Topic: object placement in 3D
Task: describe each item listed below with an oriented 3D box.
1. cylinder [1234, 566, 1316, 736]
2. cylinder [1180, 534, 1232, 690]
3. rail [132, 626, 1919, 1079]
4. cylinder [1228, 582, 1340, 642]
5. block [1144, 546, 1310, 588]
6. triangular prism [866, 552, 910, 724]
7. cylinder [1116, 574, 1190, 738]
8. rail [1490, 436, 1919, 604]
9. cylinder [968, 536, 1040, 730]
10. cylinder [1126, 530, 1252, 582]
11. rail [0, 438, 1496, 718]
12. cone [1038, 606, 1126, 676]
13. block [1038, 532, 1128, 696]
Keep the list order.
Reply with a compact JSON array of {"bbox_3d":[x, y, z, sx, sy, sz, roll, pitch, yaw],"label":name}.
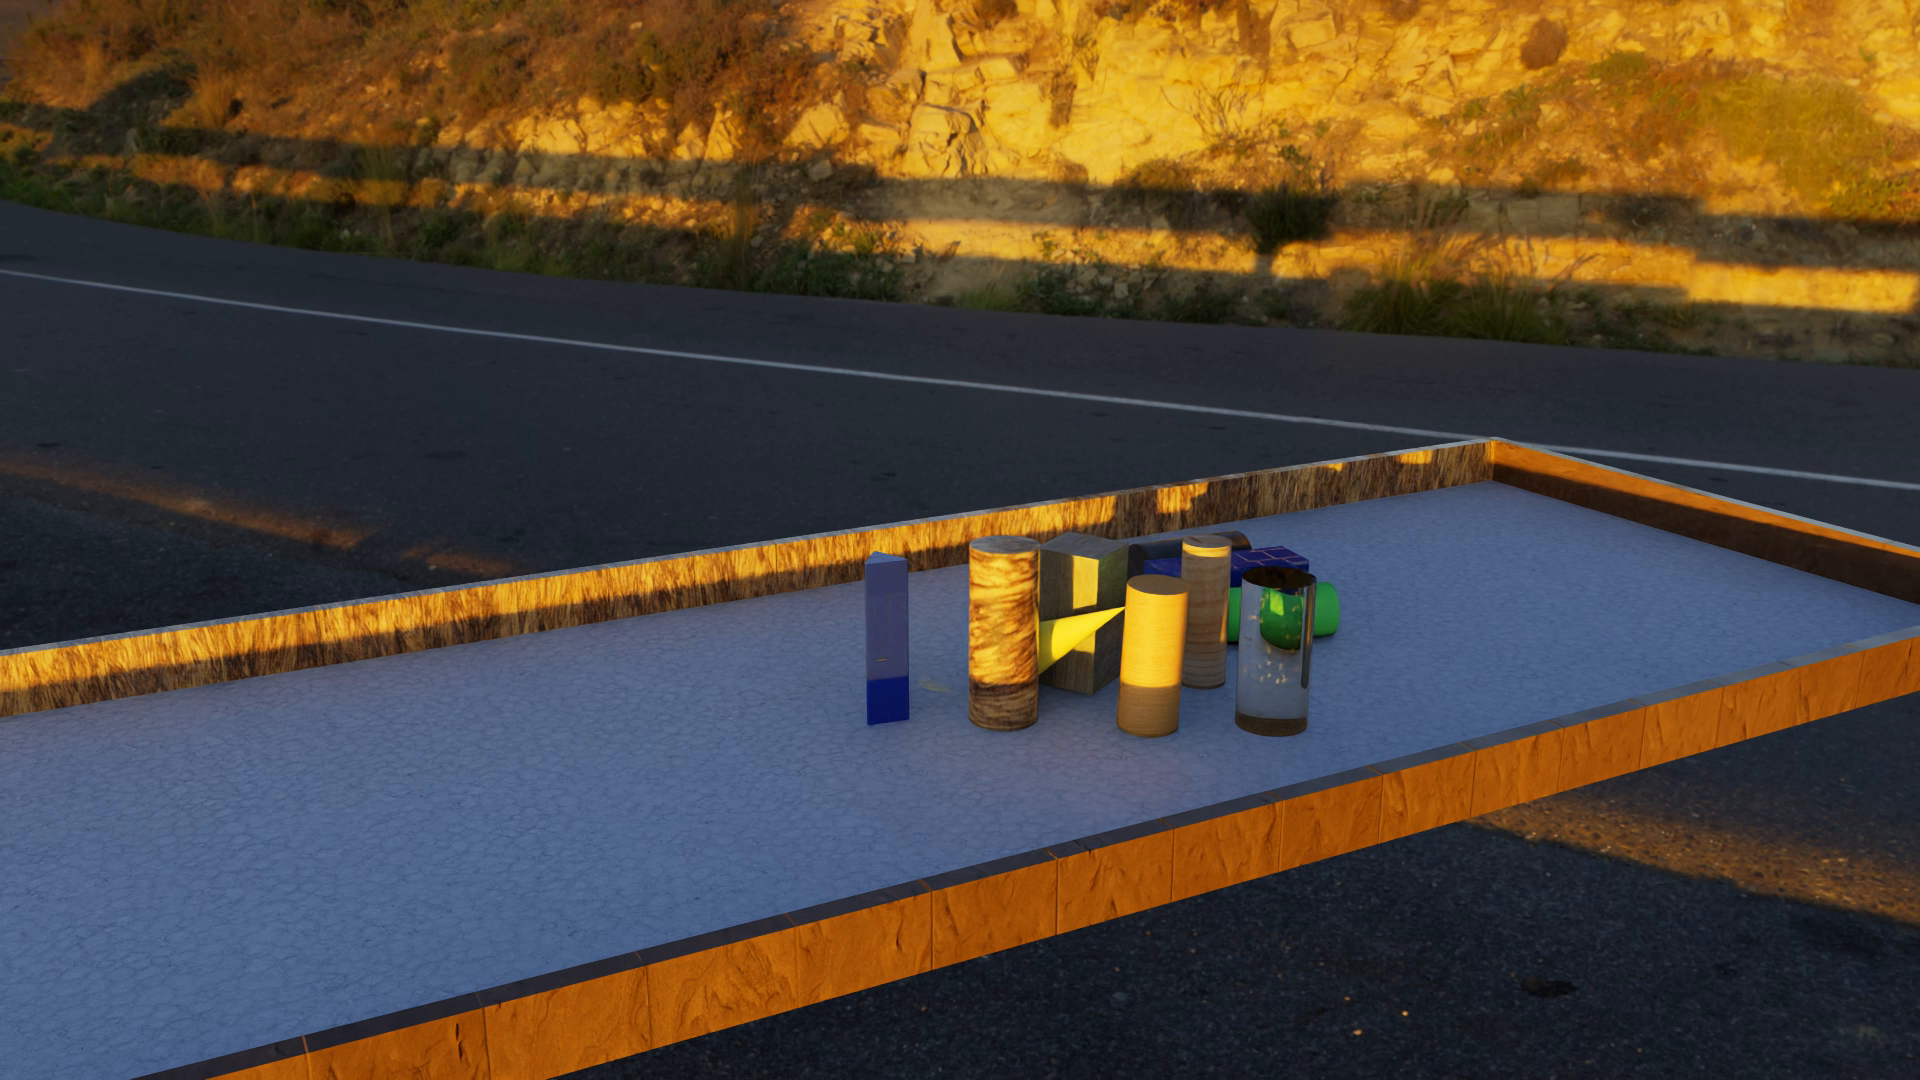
[{"bbox_3d":[0.733,0.258,3.838,0.170,0.359,0.170,0,16,0],"label":"cylinder"},{"bbox_3d":[0.607,0.178,4.098,0.121,0.366,0.121,0,16,0],"label":"cylinder"},{"bbox_3d":[-2.336,1.006,1.665,12.000,0.150,0.050,-9,18,-27],"label":"rail"},{"bbox_3d":[0.803,0.196,4.430,0.397,0.146,0.146,-3,17,-10],"label":"cylinder"},{"bbox_3d":[0.748,0.130,4.646,0.440,0.150,0.150,-6,17,-19],"label":"block"},{"bbox_3d":[-0.184,0.228,3.877,0.103,0.396,0.089,-6,17,-20],"label":"triangular prism"},{"bbox_3d":[0.446,0.267,3.818,0.144,0.348,0.144,2,18,-1],"label":"cylinder"},{"bbox_3d":[2.466,-0.048,5.253,0.050,0.150,2.100,-9,18,-27],"label":"rail"},{"bbox_3d":[0.103,0.216,3.857,0.165,0.427,0.165,0,15,0],"label":"cylinder"},{"bbox_3d":[0.664,0.076,4.793,0.343,0.170,0.170,-7,18,-24],"label":"cylinder"},{"bbox_3d":[-3.305,0.497,3.399,12.000,0.150,0.050,-9,18,-27],"label":"rail"},{"bbox_3d":[0.246,0.227,3.946,0.413,0.165,0.165,-28,-5,40],"label":"cone"},{"bbox_3d":[0.299,0.180,4.114,0.171,0.350,0.171,11,20,29],"label":"block"}]
